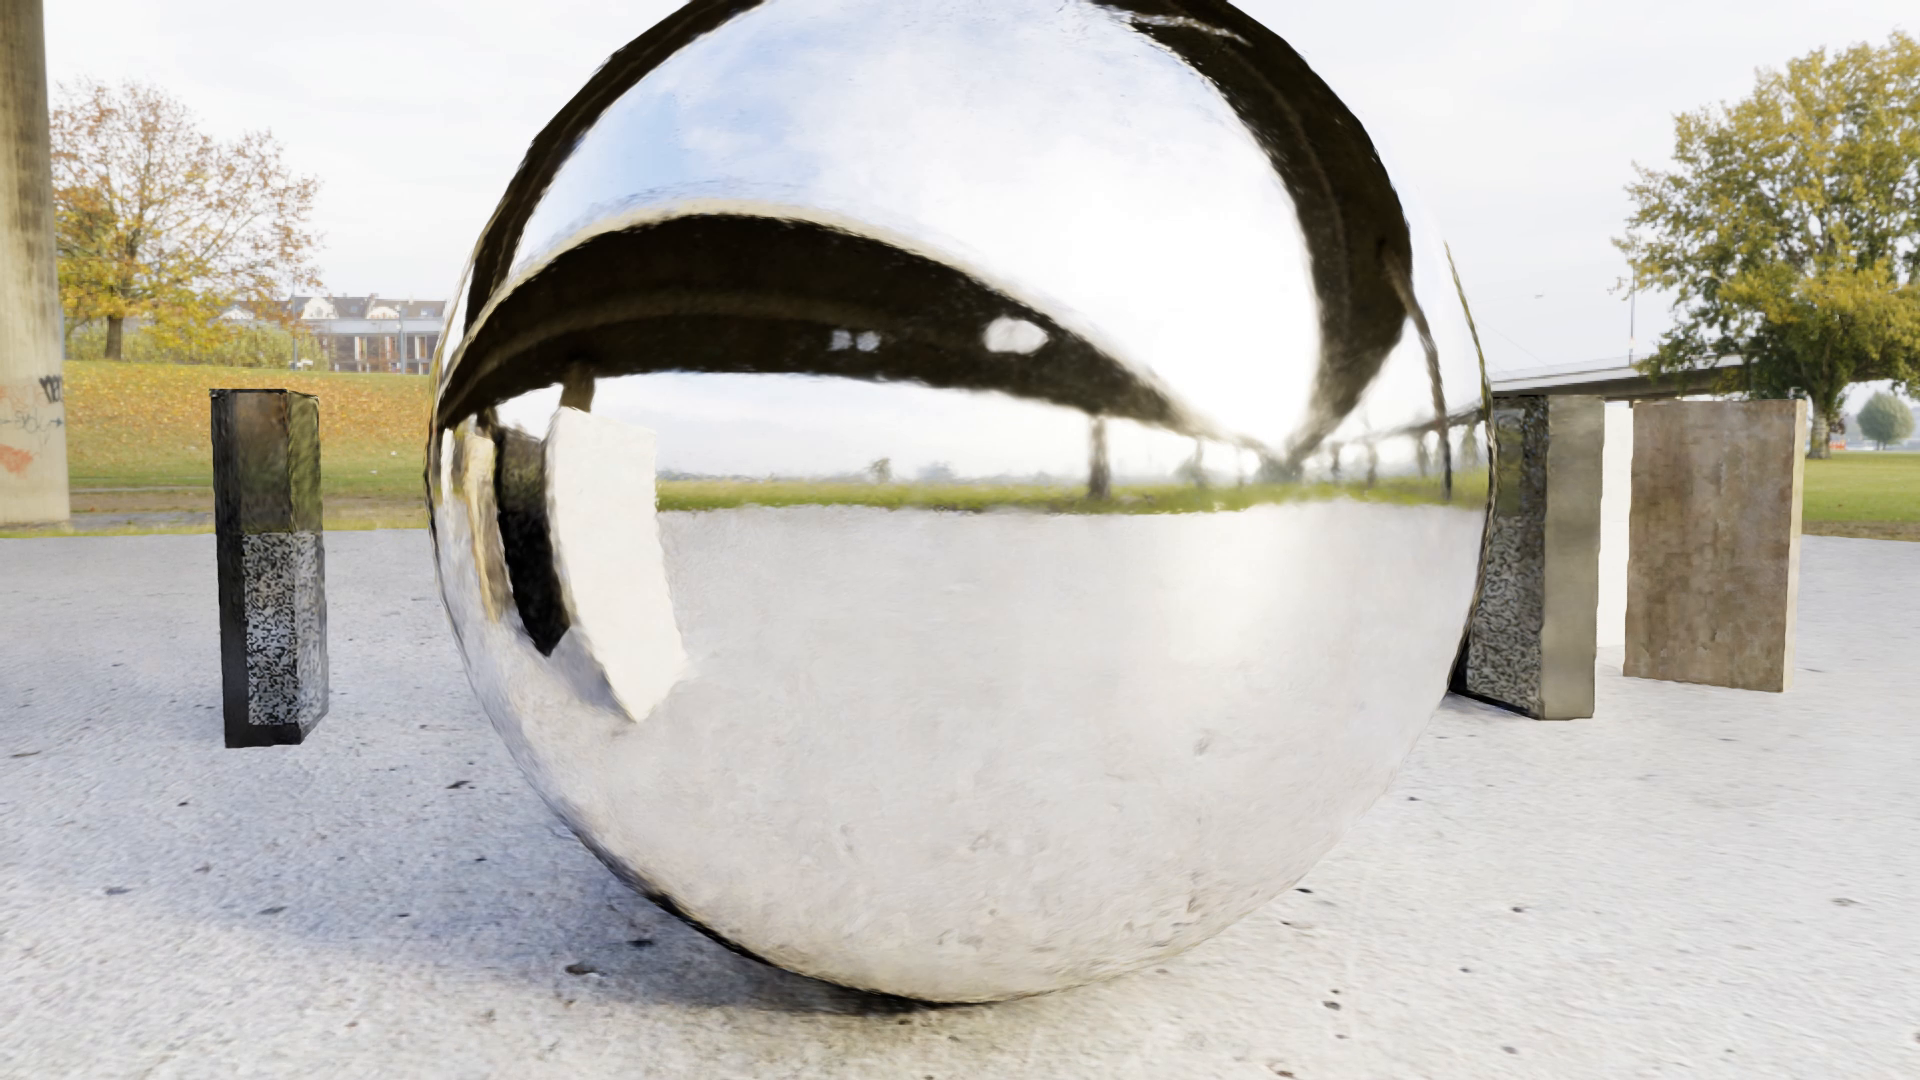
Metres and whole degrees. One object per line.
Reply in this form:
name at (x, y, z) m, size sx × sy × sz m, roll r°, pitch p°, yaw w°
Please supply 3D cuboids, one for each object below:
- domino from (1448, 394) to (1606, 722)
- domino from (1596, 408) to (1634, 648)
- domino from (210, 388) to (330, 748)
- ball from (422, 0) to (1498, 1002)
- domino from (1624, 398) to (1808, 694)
domino at (0.091, 0.002, 0.208) m, size 0.010 × 0.050 × 0.025 m, roll -1°, pitch 4°, yaw -11°
domino at (0.138, -0.003, 0.274) m, size 0.025 × 0.050 × 0.009 m, roll -2°, pitch 5°, yaw -22°
domino at (-0.102, 0.003, 0.191) m, size 0.010 × 0.050 × 0.025 m, roll -1°, pitch 4°, yaw -17°
ball at (0.000, -0.005, 0.103) m, size 0.080 × 0.080 × 0.080 m, roll 0°, pitch 4°, yaw 0°
domino at (0.134, 0.000, 0.229) m, size 0.025 × 0.050 × 0.009 m, roll 4°, pitch 6°, yaw 42°
